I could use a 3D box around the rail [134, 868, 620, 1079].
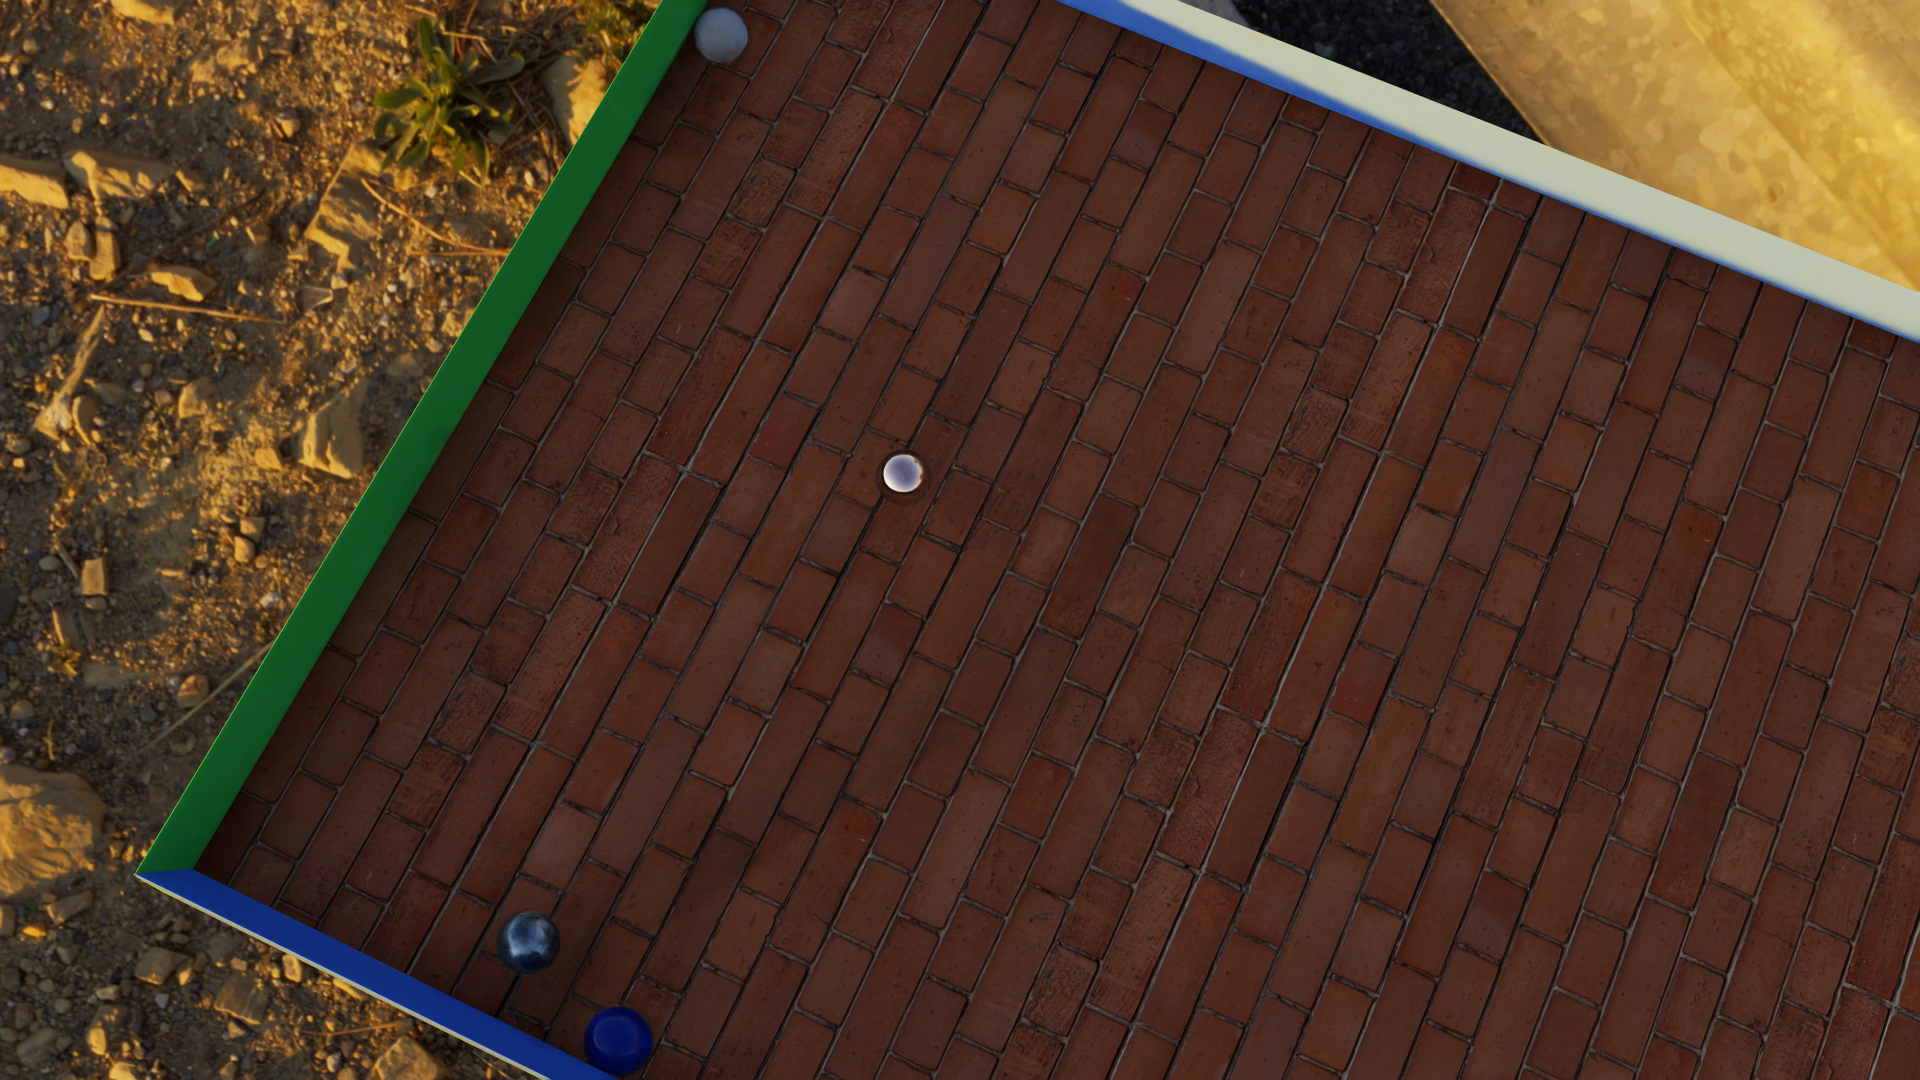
[{"bbox_3d":[0.354,1.160,2.987,3.391,0.127,0.045,24,72,8],"label":"rail"}]

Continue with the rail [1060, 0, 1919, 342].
[{"bbox_3d":[1.181,-0.498,3.596,3.391,0.127,0.045,24,72,8],"label":"rail"}]

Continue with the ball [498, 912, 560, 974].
[{"bbox_3d":[-0.631,0.589,3.218,0.090,0.090,0.090,0,70,0],"label":"ball"}]

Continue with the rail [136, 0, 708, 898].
[{"bbox_3d":[-0.746,-0.335,3.536,0.045,0.127,1.998,24,72,8],"label":"rail"}]

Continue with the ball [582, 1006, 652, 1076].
[{"bbox_3d":[-0.493,0.720,3.166,0.098,0.098,0.098,0,70,0],"label":"ball"}]

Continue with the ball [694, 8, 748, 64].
[{"bbox_3d":[-0.408,-0.860,3.749,0.092,0.092,0.092,0,70,0],"label":"ball"}]

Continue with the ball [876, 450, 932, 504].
[{"bbox_3d":[-0.090,-0.100,3.472,0.088,0.088,0.088,0,70,0],"label":"ball"}]
